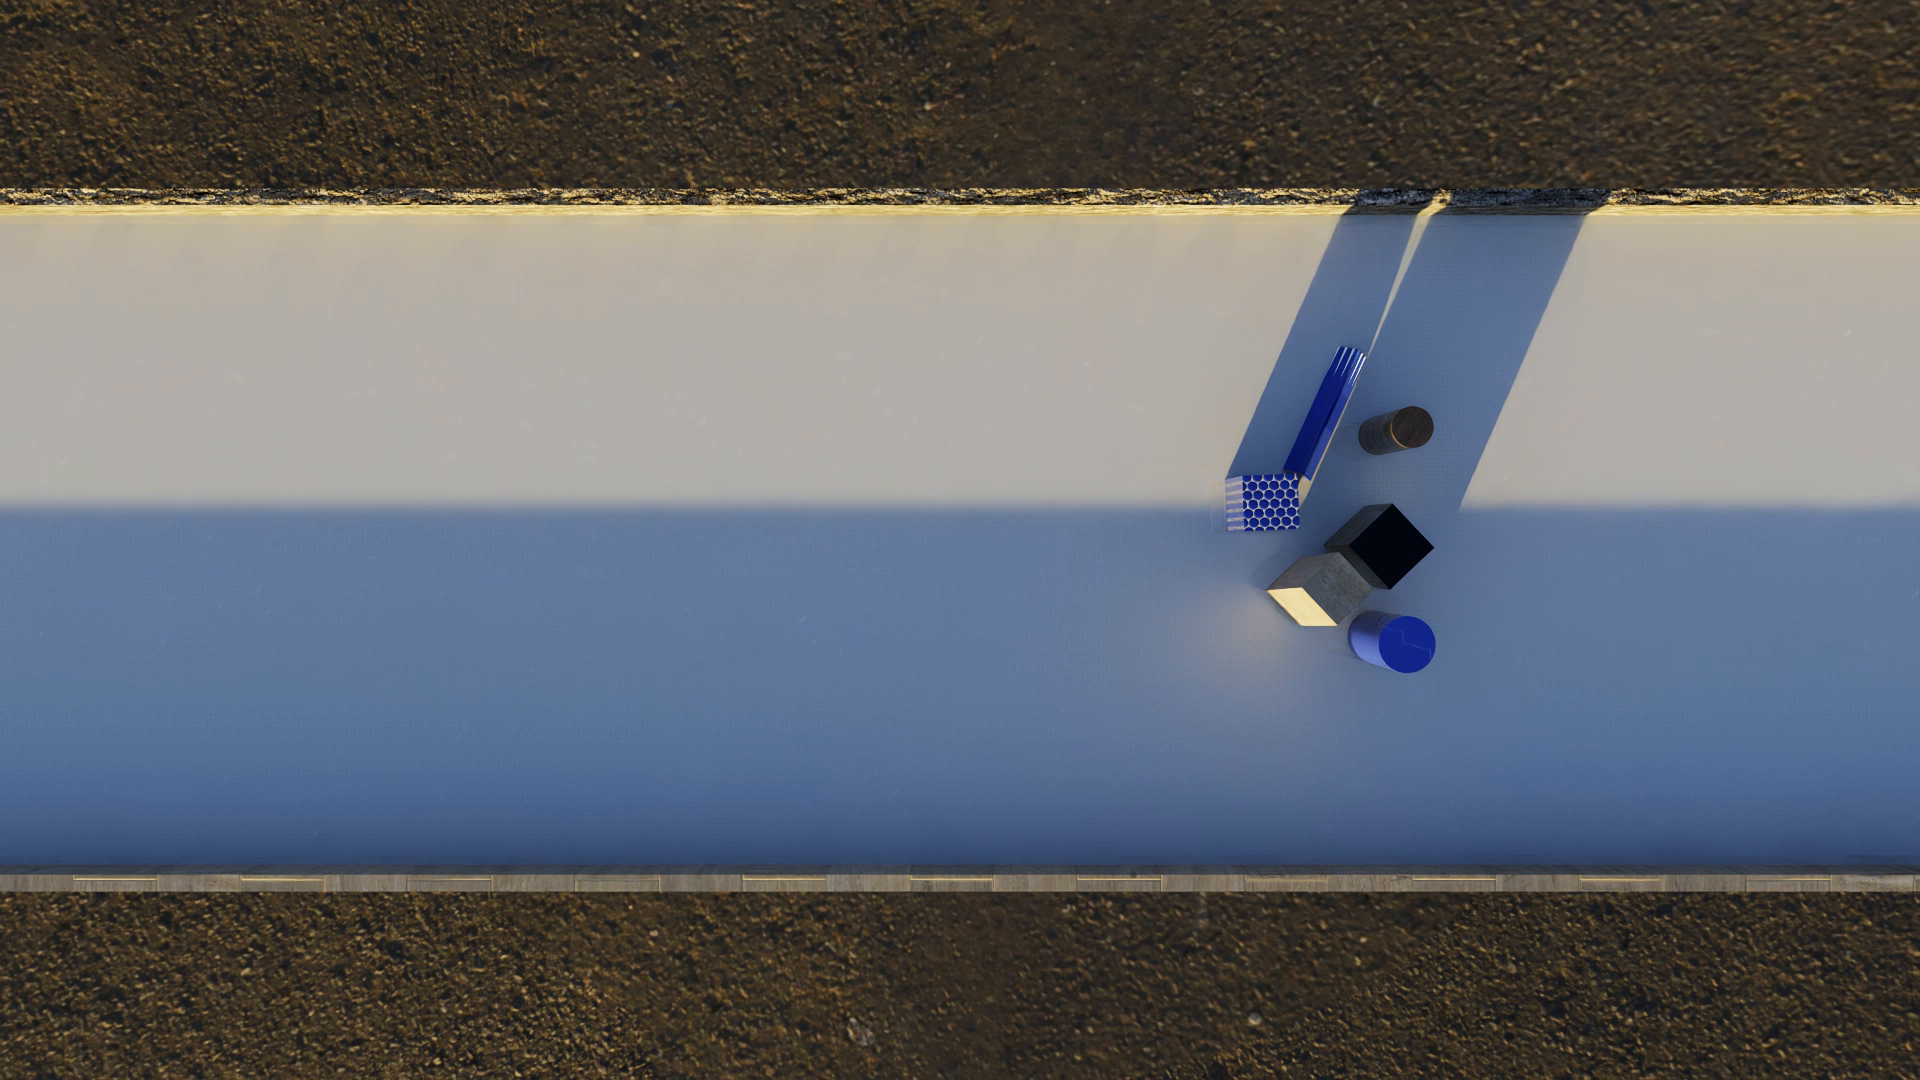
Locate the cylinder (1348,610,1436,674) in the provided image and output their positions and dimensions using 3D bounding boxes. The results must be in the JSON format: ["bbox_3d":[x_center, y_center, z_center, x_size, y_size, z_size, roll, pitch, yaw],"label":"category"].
[{"bbox_3d":[1.273,0.298,4.885,0.163,0.382,0.163,0,90,0],"label":"cylinder"}]

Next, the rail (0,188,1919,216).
[{"bbox_3d":[-2.247,-1.025,5.002,12.000,0.150,0.050,0,90,0],"label":"rail"}]

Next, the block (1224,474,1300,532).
[{"bbox_3d":[0.898,-0.109,4.920,0.160,0.313,0.160,-2,90,0],"label":"block"}]

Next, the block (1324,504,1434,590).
[{"bbox_3d":[1.242,0.018,4.913,0.176,0.328,0.176,-43,90,0],"label":"block"}]

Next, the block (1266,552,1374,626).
[{"bbox_3d":[1.054,0.148,4.859,0.147,0.425,0.147,-43,90,-4],"label":"block"}]

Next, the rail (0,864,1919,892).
[{"bbox_3d":[-2.247,1.025,5.001,12.000,0.150,0.050,0,90,0],"label":"rail"}]

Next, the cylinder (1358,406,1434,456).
[{"bbox_3d":[1.285,-0.321,4.879,0.119,0.395,0.119,0,90,0],"label":"cylinder"}]

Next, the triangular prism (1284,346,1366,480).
[{"bbox_3d":[1.122,-0.388,5.035,0.091,0.079,0.414,25,90,0],"label":"triangular prism"}]
